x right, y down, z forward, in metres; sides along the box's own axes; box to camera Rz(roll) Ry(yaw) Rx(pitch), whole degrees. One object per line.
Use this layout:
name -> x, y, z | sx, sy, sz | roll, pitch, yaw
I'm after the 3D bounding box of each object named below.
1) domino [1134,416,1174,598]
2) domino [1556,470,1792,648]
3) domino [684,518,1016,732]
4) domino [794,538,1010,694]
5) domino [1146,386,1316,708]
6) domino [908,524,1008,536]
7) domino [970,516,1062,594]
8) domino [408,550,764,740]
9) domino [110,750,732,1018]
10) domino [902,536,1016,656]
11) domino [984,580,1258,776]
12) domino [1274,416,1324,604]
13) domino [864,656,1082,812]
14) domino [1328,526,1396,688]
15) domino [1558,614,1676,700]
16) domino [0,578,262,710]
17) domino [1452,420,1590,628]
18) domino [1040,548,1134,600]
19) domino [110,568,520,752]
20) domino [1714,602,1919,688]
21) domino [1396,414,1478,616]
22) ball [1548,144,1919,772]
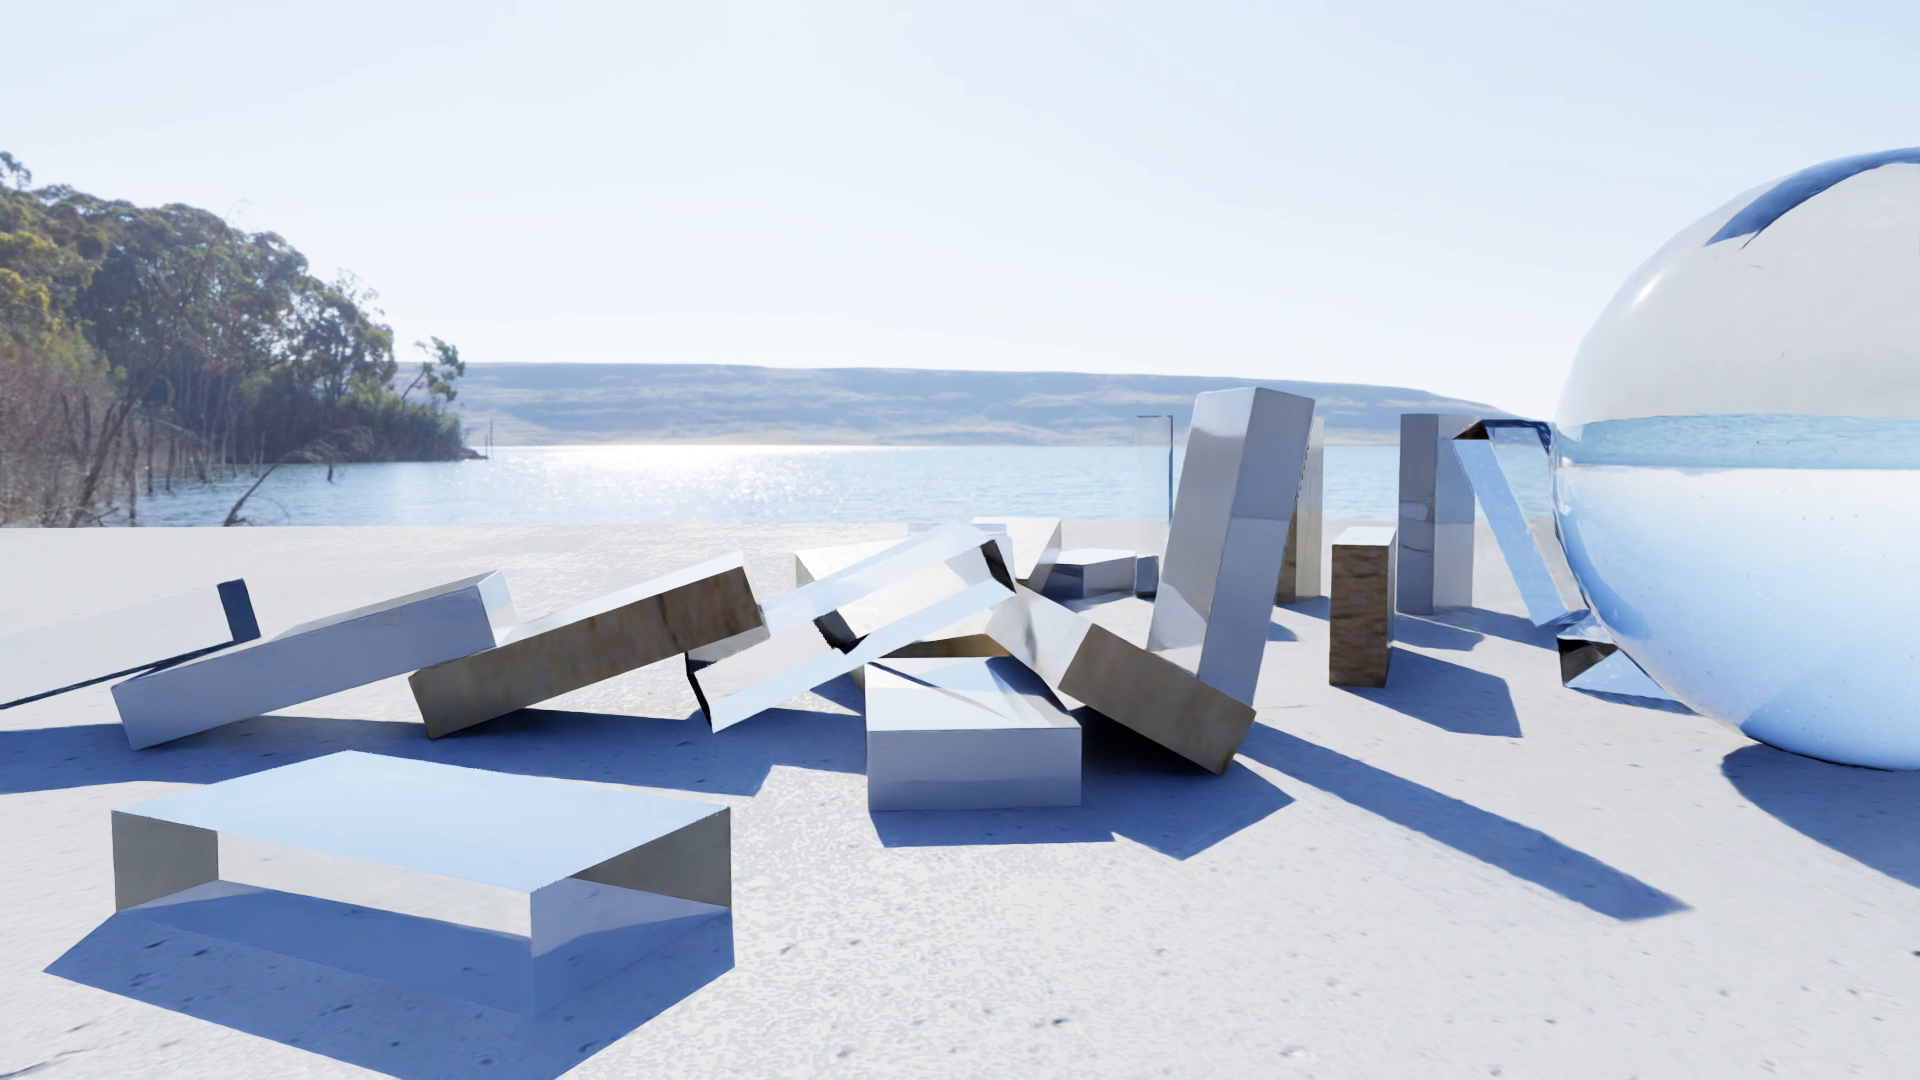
domino -> 0.055, -0.010, 0.364 | 0.009, 0.050, 0.025 | 0, 4, 6
domino -> 0.158, 0.003, 0.286 | 0.025, 0.009, 0.050 | -1, 39, -7
domino -> -0.018, 0.012, 0.204 | 0.050, 0.010, 0.025 | -24, 13, -9
domino -> -0.012, 0.013, 0.235 | 0.025, 0.010, 0.050 | -7, 21, -19
domino -> 0.041, 0.002, 0.202 | 0.010, 0.050, 0.025 | 11, 2, -10
domino -> -0.001, 0.008, 0.307 | 0.025, 0.010, 0.050 | 0, 19, 1
domino -> 0.011, 0.006, 0.345 | 0.025, 0.009, 0.050 | 1, 19, 14
domino -> -0.056, 0.015, 0.200 | 0.050, 0.010, 0.025 | -19, 8, -7
domino -> -0.049, 0.029, 0.117 | 0.050, 0.010, 0.025 | 2, 5, 25
domino -> -0.001, 0.012, 0.269 | 0.025, 0.009, 0.050 | 0, 19, 1
domino -> 0.021, 0.018, 0.186 | 0.025, 0.010, 0.050 | 29, -1, -10
domino -> 0.091, -0.009, 0.352 | 0.010, 0.050, 0.025 | 3, 5, 31
domino -> 0.000, 0.025, 0.174 | 0.025, 0.010, 0.050 | 0, 4, -5
domino -> 0.078, 0.012, 0.248 | 0.010, 0.025, 0.050 | 2, 5, 20
domino -> 0.132, 0.015, 0.229 | 0.050, 0.009, 0.025 | -19, 13, -35
domino -> -0.133, 0.017, 0.187 | 0.025, 0.009, 0.050 | -7, 9, 46
domino -> 0.140, -0.005, 0.309 | 0.025, 0.050, 0.010 | -3, -24, -31
domino -> 0.037, 0.009, 0.379 | 0.025, 0.010, 0.050 | 3, 5, 33
domino -> -0.095, 0.017, 0.194 | 0.050, 0.010, 0.025 | -16, 7, -10
domino -> 0.172, 0.019, 0.247 | 0.050, 0.010, 0.025 | -3, 5, -31
domino -> 0.122, -0.007, 0.328 | 0.010, 0.050, 0.025 | 4, 6, 43
ball -> 0.121, -0.010, 0.168 | 0.080, 0.080, 0.080 | 0, 4, 0
